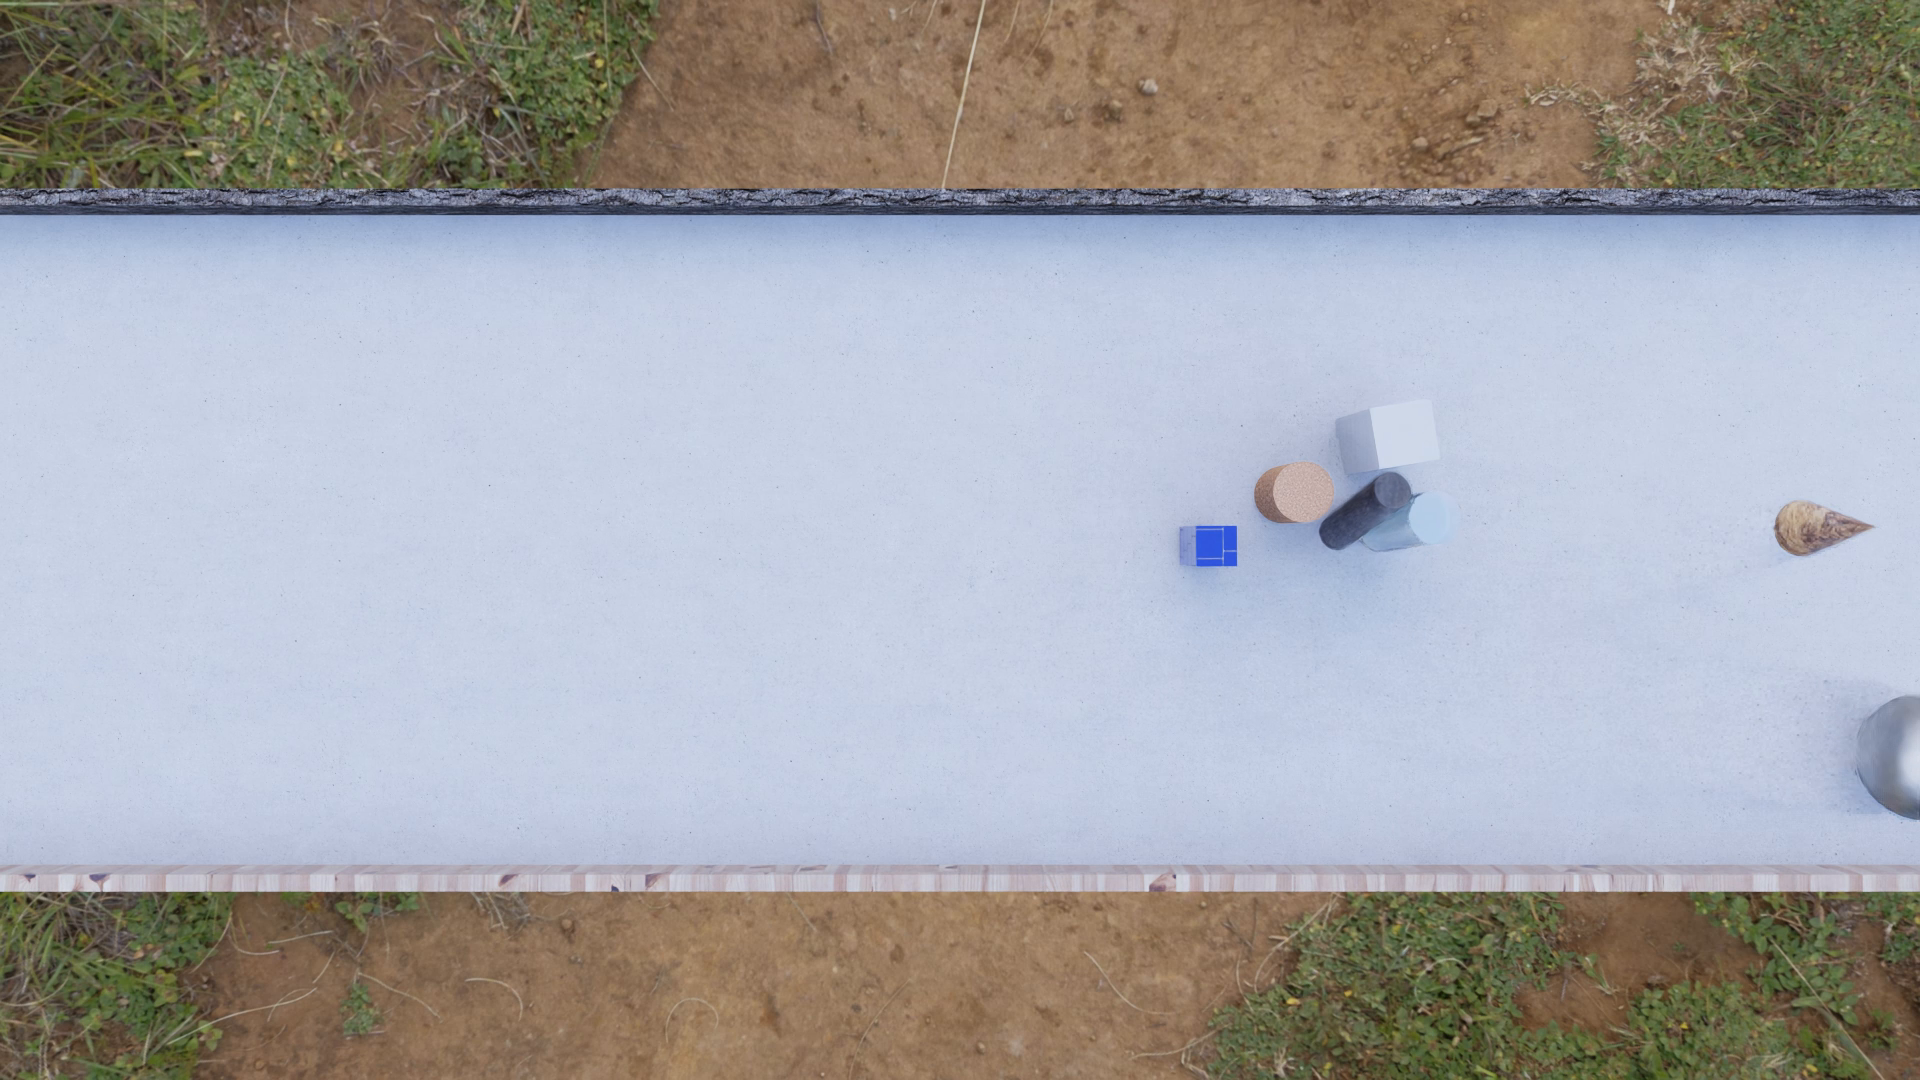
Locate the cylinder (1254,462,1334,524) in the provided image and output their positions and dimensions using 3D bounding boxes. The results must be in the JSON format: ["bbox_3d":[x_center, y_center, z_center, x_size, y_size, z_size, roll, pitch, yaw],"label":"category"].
[{"bbox_3d":[0.994,-0.139,4.922,0.177,0.309,0.177,0,90,0],"label":"cylinder"}]

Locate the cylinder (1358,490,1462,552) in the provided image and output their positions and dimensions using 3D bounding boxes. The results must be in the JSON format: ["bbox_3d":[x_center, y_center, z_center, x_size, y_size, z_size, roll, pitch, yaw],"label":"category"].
[{"bbox_3d":[1.312,-0.051,4.848,0.151,0.442,0.151,0,86,-6],"label":"cylinder"}]

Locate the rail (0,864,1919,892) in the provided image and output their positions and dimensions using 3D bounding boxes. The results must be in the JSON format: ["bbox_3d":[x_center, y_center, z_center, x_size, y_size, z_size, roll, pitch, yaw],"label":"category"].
[{"bbox_3d":[-2.247,1.025,5.001,12.000,0.150,0.050,0,90,0],"label":"rail"}]

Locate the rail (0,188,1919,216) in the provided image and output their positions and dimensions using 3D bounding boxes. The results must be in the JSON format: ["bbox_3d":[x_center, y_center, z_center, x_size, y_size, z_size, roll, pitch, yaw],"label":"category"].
[{"bbox_3d":[-2.247,-1.025,5.002,12.000,0.150,0.050,0,90,0],"label":"rail"}]

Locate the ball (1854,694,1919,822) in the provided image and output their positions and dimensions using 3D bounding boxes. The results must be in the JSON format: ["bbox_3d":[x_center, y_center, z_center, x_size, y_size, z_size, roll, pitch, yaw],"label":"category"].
[{"bbox_3d":[2.866,0.645,4.886,0.380,0.380,0.380,0,90,0],"label":"ball"}]

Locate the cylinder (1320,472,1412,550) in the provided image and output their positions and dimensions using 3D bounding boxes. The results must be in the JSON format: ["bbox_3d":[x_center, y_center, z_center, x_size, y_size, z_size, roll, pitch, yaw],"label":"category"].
[{"bbox_3d":[1.185,-0.080,4.848,0.108,0.446,0.108,2,74,-8],"label":"cylinder"}]

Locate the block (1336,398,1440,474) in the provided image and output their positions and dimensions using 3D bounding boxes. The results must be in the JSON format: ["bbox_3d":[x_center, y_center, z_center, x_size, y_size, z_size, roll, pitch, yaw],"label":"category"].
[{"bbox_3d":[1.255,-0.300,4.864,0.174,0.425,0.174,-10,90,0],"label":"block"}]

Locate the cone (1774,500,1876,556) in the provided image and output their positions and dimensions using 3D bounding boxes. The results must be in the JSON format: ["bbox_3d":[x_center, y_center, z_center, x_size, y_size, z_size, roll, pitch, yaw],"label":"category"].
[{"bbox_3d":[2.592,-0.037,4.868,0.173,0.417,0.173,0,90,0],"label":"cone"}]

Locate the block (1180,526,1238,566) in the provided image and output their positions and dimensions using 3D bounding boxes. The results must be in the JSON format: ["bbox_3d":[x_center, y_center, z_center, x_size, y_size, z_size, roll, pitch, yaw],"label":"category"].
[{"bbox_3d":[0.734,0.017,4.898,0.117,0.358,0.117,0,90,0],"label":"block"}]
